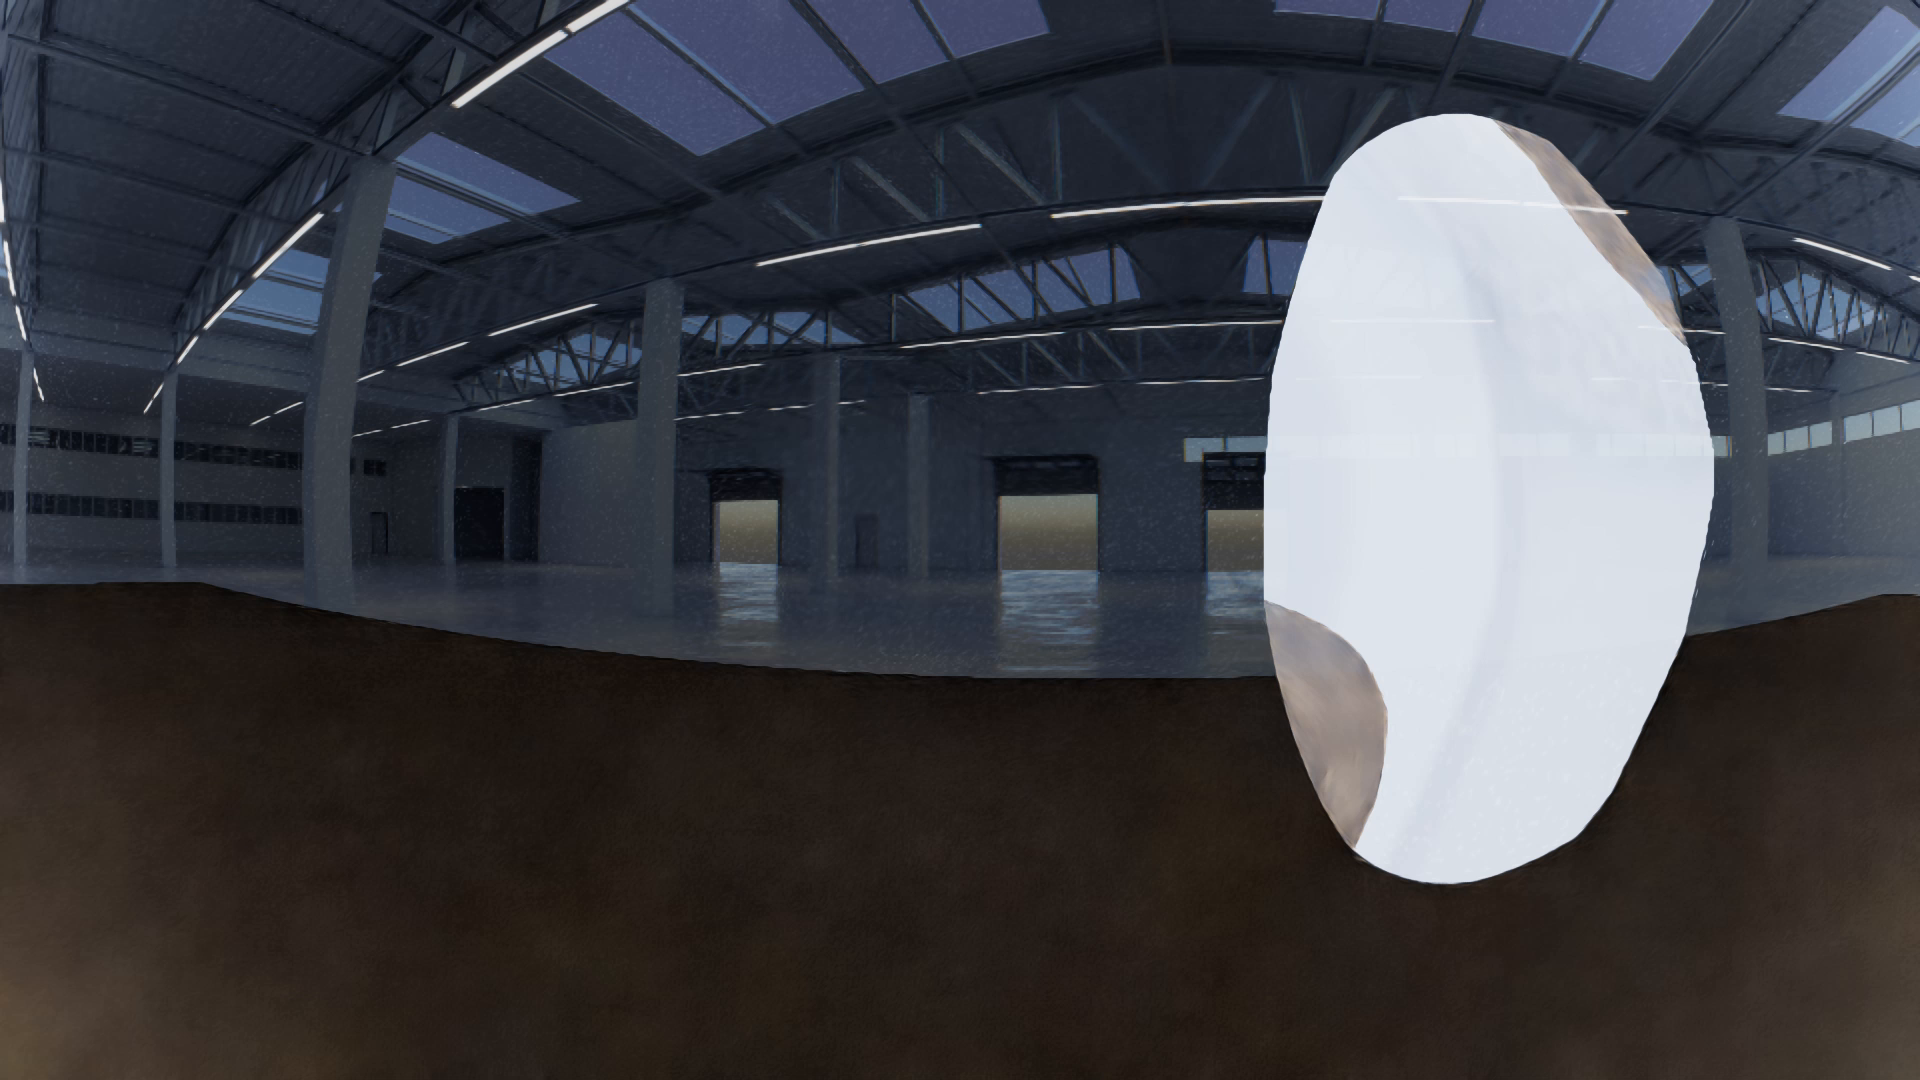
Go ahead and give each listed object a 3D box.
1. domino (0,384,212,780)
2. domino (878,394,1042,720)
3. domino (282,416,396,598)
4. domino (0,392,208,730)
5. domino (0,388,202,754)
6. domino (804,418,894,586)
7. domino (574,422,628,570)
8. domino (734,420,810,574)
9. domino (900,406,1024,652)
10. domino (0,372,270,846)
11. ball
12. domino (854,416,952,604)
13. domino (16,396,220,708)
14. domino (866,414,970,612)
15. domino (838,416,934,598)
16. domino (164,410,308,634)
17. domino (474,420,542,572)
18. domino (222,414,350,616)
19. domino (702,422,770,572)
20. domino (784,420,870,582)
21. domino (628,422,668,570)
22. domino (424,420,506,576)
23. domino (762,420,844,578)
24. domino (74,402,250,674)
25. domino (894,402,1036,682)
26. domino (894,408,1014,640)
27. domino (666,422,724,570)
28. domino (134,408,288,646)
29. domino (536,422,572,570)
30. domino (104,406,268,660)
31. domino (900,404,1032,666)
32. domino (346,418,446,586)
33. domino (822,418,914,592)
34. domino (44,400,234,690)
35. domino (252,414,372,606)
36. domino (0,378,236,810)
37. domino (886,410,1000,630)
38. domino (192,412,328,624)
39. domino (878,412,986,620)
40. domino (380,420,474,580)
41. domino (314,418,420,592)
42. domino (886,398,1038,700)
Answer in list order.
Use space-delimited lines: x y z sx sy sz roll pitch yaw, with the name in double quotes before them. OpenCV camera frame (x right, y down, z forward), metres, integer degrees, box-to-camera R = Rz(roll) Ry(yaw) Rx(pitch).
"domino" -0.116 0.005 0.171 0.025 0.050 0.009 -3 5 -37
"domino" 0.000 0.002 0.201 0.025 0.050 0.010 0 4 0
"domino" -0.172 -0.009 0.356 0.025 0.050 0.009 0 4 -1
"domino" -0.132 0.003 0.199 0.025 0.050 0.010 -2 5 -26
"domino" -0.125 0.004 0.185 0.025 0.050 0.010 -2 5 -30
"domino" -0.034 -0.012 0.391 0.025 0.050 0.009 -2 5 -27
"domino" -0.124 -0.016 0.445 0.010 0.050 0.025 0 4 4
"domino" -0.063 -0.015 0.430 0.009 0.050 0.025 3 5 38
"domino" 0.000 -0.002 0.266 0.025 0.050 0.010 0 4 -4
"domino" -0.095 0.007 0.146 0.025 0.050 0.009 -4 6 -42
"ball" 0.000 -0.002 0.056 0.080 0.080 0.080 0 4 0
"domino" -0.015 -0.008 0.346 0.025 0.050 0.009 -1 4 -17
"domino" -0.139 0.002 0.214 0.025 0.050 0.009 -2 5 -24
"domino" -0.011 -0.007 0.330 0.025 0.050 0.009 -1 4 -15
"domino" -0.021 -0.010 0.361 0.025 0.050 0.010 -2 5 -21
"domino" -0.164 -0.004 0.291 0.025 0.050 0.009 -1 4 -12
"domino" -0.153 -0.015 0.433 0.025 0.050 0.010 4 6 41
"domino" -0.170 -0.007 0.323 0.025 0.050 0.009 -1 4 -7
"domino" -0.076 -0.015 0.439 0.010 0.050 0.025 2 5 26
"domino" -0.042 -0.013 0.405 0.025 0.050 0.010 -3 5 -31
"domino" -0.108 -0.016 0.445 0.009 0.050 0.025 0 4 -6
"domino" -0.162 -0.014 0.420 0.025 0.050 0.010 2 5 27
"domino" -0.051 -0.014 0.419 0.025 0.050 0.010 -3 5 -39
"domino" -0.151 -0.001 0.244 0.025 0.050 0.010 -1 5 -19
"domino" 0.001 0.000 0.233 0.025 0.050 0.010 0 4 1
"domino" -0.001 -0.004 0.282 0.025 0.050 0.009 -1 4 -8
"domino" -0.092 -0.016 0.445 0.010 0.050 0.025 1 4 11
"domino" -0.160 -0.003 0.275 0.025 0.050 0.010 -1 4 -14
"domino" -0.140 -0.016 0.444 0.010 0.050 0.025 -2 5 -21
"domino" -0.156 -0.002 0.260 0.025 0.050 0.009 -1 4 -16
"domino" 0.001 -0.001 0.250 0.025 0.050 0.009 0 4 -1
"domino" -0.171 -0.012 0.389 0.025 0.050 0.010 0 4 6
"domino" -0.027 -0.011 0.376 0.025 0.050 0.009 -2 5 -24
"domino" -0.146 0.000 0.229 0.025 0.050 0.009 -2 5 -21
"domino" -0.171 -0.008 0.340 0.025 0.050 0.010 0 4 -4
"domino" -0.105 0.006 0.158 0.025 0.050 0.010 -4 6 -40
"domino" -0.004 -0.005 0.298 0.025 0.050 0.009 -1 4 -10
"domino" -0.167 -0.006 0.307 0.025 0.050 0.009 -1 4 -10
"domino" -0.007 -0.006 0.314 0.025 0.050 0.010 -1 4 -12
"domino" -0.168 -0.013 0.405 0.025 0.050 0.009 1 4 14
"domino" -0.172 -0.010 0.372 0.025 0.050 0.010 0 4 2
"domino" 0.000 0.001 0.217 0.025 0.050 0.009 0 4 2
